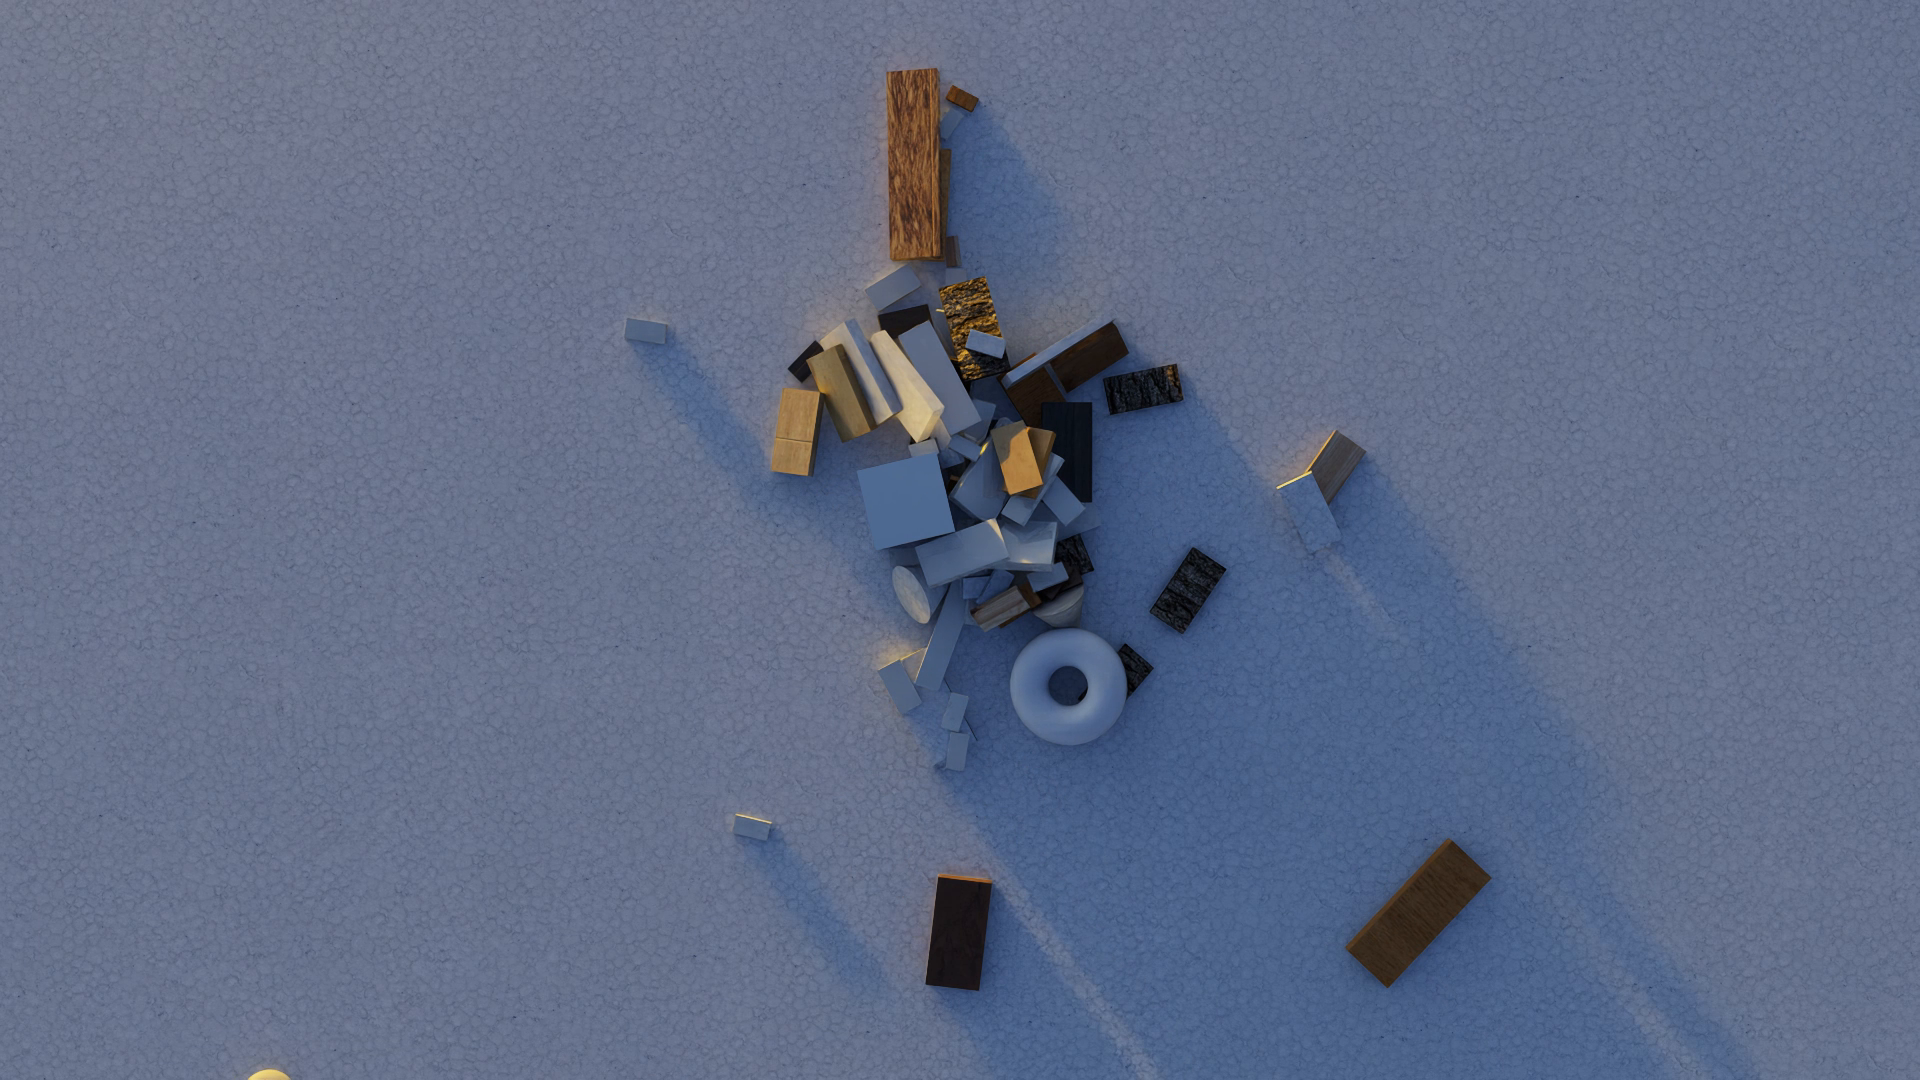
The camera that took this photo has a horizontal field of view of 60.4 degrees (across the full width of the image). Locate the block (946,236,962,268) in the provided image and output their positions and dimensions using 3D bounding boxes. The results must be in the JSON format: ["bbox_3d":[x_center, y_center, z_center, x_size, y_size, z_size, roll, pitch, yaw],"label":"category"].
[{"bbox_3d":[-0.025,-0.961,5.493,0.050,0.014,0.099,-7,90,0],"label":"block"}]

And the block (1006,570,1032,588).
[{"bbox_3d":[0.149,0.144,5.451,0.260,0.037,0.130,-39,86,12],"label":"block"}]

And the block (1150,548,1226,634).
[{"bbox_3d":[0.757,0.168,5.482,0.130,0.037,0.260,34,90,0],"label":"block"}]

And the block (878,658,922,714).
[{"bbox_3d":[-0.198,0.483,5.438,0.082,0.023,0.164,-28,90,0],"label":"block"}]

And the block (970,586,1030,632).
[{"bbox_3d":[0.131,0.225,5.377,0.175,0.025,0.087,-30,121,13],"label":"block"}]

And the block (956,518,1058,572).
[{"bbox_3d":[0.147,0.015,5.391,0.329,0.047,0.164,2,56,12],"label":"block"}]

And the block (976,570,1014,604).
[{"bbox_3d":[0.116,0.160,5.396,0.069,0.020,0.138,30,88,-23],"label":"block"}]

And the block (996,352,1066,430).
[{"bbox_3d":[0.266,-0.454,5.479,0.151,0.043,0.302,-33,90,0],"label":"block"}]

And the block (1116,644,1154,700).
[{"bbox_3d":[0.518,0.477,5.483,0.122,0.035,0.244,41,90,0],"label":"block"}]

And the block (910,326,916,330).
[{"bbox_3d":[-0.128,-0.631,5.363,0.062,0.018,0.124,-33,89,-2],"label":"block"}]

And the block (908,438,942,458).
[{"bbox_3d":[-0.116,-0.299,5.417,0.105,0.015,0.053,-13,101,31],"label":"block"}]

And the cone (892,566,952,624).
[{"bbox_3d":[-0.078,0.136,5.453,0.209,0.209,0.209,-28,90,-27],"label":"cone"}]

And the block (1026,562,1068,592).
[{"bbox_3d":[0.286,0.121,5.385,0.123,0.017,0.062,-20,70,-5],"label":"block"}]

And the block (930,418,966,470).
[{"bbox_3d":[-0.050,-0.323,5.394,0.084,0.024,0.167,-16,97,42],"label":"block"}]

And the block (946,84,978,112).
[{"bbox_3d":[0.007,-1.470,5.493,0.099,0.014,0.050,28,90,0],"label":"block"}]

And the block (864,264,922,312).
[{"bbox_3d":[-0.222,-0.839,5.488,0.172,0.024,0.086,-31,90,0],"label":"block"}]

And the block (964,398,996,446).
[{"bbox_3d":[0.052,-0.378,5.418,0.084,0.024,0.167,15,103,-13],"label":"block"}]

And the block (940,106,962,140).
[{"bbox_3d":[-0.038,-1.386,5.493,0.050,0.014,0.099,35,90,0],"label":"block"}]

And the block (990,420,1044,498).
[{"bbox_3d":[0.184,-0.264,5.333,0.113,0.032,0.226,-18,76,5],"label":"block"}]

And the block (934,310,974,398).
[{"bbox_3d":[-0.021,-0.592,5.440,0.157,0.044,0.314,8,104,0],"label":"block"}]

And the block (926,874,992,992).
[{"bbox_3d":[-0.005,1.302,5.475,0.179,0.051,0.358,7,90,0],"label":"block"}]

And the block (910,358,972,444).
[{"bbox_3d":[-0.059,-0.444,5.432,0.157,0.044,0.314,12,104,-1],"label":"block"}]

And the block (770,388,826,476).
[{"bbox_3d":[-0.536,-0.357,5.454,0.139,0.039,0.278,9,90,22],"label":"block"}]

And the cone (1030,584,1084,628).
[{"bbox_3d":[0.356,0.266,5.456,0.195,0.195,0.195,-27,117,0],"label":"cone"}]

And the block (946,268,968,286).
[{"bbox_3d":[-0.012,-0.831,5.490,0.071,0.020,0.141,-1,90,0],"label":"block"}]

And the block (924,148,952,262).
[{"bbox_3d":[-0.083,-1.113,5.480,0.086,0.024,0.369,3,90,11],"label":"block"}]

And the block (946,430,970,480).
[{"bbox_3d":[-0.014,-0.281,5.413,0.084,0.024,0.167,1,108,39],"label":"block"}]

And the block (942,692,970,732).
[{"bbox_3d":[-0.016,0.567,5.441,0.060,0.017,0.121,17,90,0],"label":"block"}]

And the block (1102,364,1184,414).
[{"bbox_3d":[0.609,-0.501,5.483,0.246,0.035,0.123,-11,90,0],"label":"block"}]

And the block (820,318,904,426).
[{"bbox_3d":[-0.325,-0.541,5.418,0.048,0.170,0.339,-28,90,-37],"label":"block"}]

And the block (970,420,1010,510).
[{"bbox_3d":[0.089,-0.247,5.479,0.151,0.043,0.302,-1,90,0],"label":"block"}]

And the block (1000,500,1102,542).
[{"bbox_3d":[0.302,-0.067,5.479,0.301,0.043,0.151,-21,90,0],"label":"block"}]

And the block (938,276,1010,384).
[{"bbox_3d":[0.048,-0.682,5.355,0.157,0.044,0.314,-15,88,-1],"label":"block"}]

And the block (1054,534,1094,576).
[{"bbox_3d":[0.298,0.087,5.461,0.260,0.037,0.130,-22,90,9],"label":"block"}]

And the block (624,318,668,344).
[{"bbox_3d":[-1.046,-0.696,5.491,0.133,0.019,0.067,8,90,0],"label":"block"}]
